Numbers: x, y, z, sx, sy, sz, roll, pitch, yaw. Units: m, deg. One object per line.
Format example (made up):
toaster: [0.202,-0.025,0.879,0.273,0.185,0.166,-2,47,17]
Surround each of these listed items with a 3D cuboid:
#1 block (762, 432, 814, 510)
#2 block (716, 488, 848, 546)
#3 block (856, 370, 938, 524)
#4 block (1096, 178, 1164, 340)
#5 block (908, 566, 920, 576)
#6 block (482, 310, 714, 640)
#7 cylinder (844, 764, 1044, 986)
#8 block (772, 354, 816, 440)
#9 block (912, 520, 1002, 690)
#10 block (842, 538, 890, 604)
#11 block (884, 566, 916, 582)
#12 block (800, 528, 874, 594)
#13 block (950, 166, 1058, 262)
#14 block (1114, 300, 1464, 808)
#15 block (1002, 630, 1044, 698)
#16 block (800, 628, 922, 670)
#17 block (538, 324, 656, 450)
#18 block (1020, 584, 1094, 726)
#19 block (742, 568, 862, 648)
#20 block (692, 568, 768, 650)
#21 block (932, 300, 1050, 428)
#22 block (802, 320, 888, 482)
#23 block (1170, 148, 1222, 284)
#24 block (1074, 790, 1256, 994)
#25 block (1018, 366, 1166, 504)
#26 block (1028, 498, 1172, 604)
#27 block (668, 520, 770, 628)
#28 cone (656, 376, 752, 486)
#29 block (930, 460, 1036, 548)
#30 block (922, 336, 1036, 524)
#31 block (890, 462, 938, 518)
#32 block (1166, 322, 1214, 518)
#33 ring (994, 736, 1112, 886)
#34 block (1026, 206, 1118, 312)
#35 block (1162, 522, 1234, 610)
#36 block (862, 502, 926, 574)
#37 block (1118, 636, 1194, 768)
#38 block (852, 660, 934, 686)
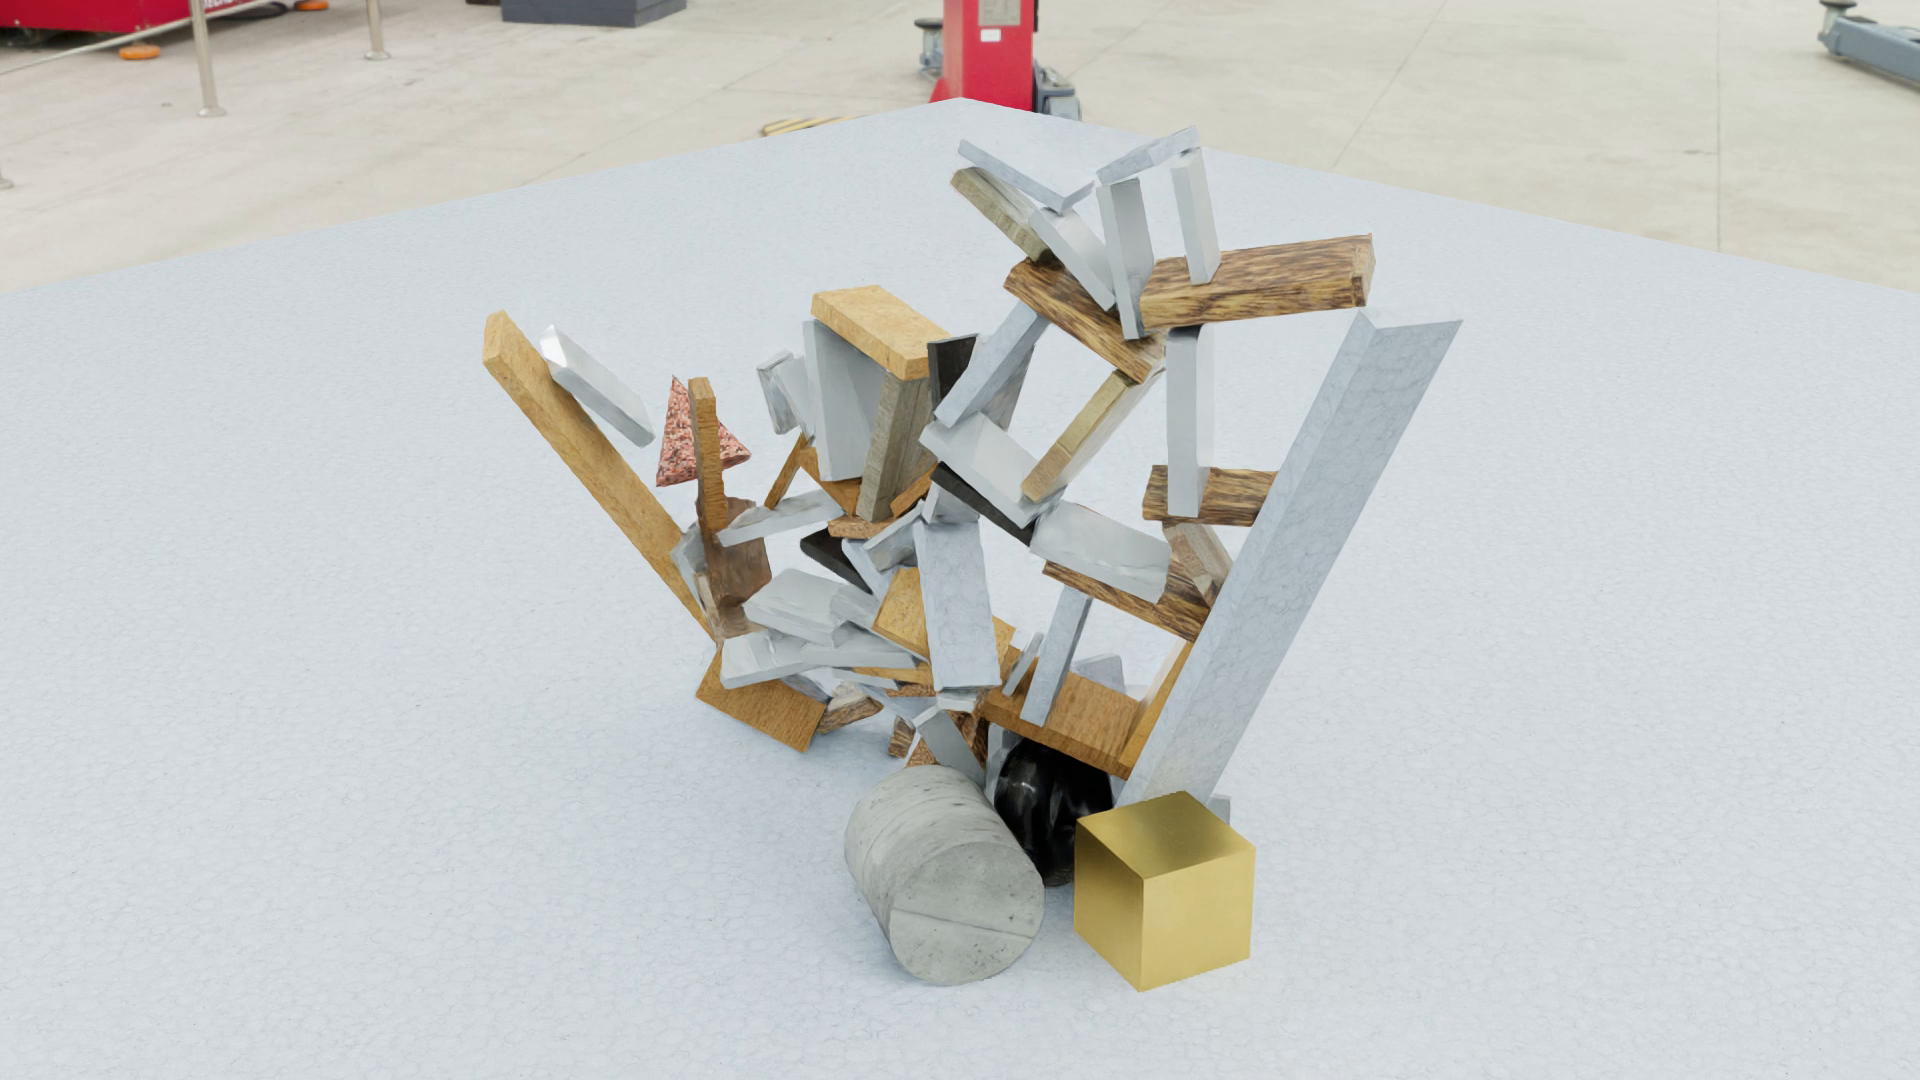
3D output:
block: [-0.341,-0.172,4.579,0.023,0.234,0.080,31,29,0]
block: [-0.343,-0.058,4.565,0.369,0.032,0.112,-13,21,41]
block: [-0.103,-0.192,4.247,0.044,0.312,0.156,35,36,32]
block: [0.280,-0.459,3.585,0.027,0.251,0.095,-4,13,36]
block: [-0.040,0.112,4.190,0.072,0.020,0.144,-19,73,-28]
block: [-0.692,-0.066,4.679,0.040,1.080,0.143,-22,43,14]
cylinder: [-0.032,0.601,3.974,0.289,0.289,0.289,-8,24,-17]
block: [-0.306,-0.287,4.408,0.080,0.159,0.023,-24,-6,-33]
block: [-0.005,0.120,4.097,0.125,0.317,0.035,1,-16,-32]
block: [-0.129,0.064,4.325,0.114,0.032,0.228,-16,47,-26]
block: [-0.043,0.115,4.238,0.114,0.032,0.294,-23,63,-29]
block: [-0.209,0.034,4.433,0.112,0.032,0.223,-25,38,-33]
block: [0.089,-0.549,3.691,0.210,0.030,0.105,45,32,17]
block: [0.510,0.140,3.802,0.173,1.365,0.049,-8,48,-29]
block: [0.117,0.230,4.097,0.018,0.130,0.065,27,45,-2]
block: [-0.170,0.197,4.396,0.276,0.039,0.138,0,34,36]
block: [-0.748,-0.315,4.543,0.040,0.285,0.143,-37,46,11]
block: [0.193,0.170,4.039,0.047,0.330,0.165,22,40,7]
block: [-0.303,0.137,4.492,0.276,0.039,0.138,15,45,43]
block: [-0.483,0.177,4.769,0.038,0.266,0.133,-9,14,37]
block: [0.074,-0.320,3.772,0.040,0.285,0.143,44,36,6]
block: [-0.217,-0.284,4.364,0.156,0.317,0.044,-10,7,-33]
block: [0.369,-0.505,3.432,0.027,0.190,0.095,-3,27,22]
block: [0.366,0.631,3.976,0.233,0.233,0.233,-12,26,-25]
block: [0.224,-0.189,3.729,0.040,0.285,0.143,46,34,10]
block: [0.248,0.014,3.856,0.243,0.034,0.121,22,45,-6]
block: [-0.495,0.163,4.833,0.038,0.426,0.133,-13,27,31]
cone: [-0.611,-0.265,4.951,0.228,0.228,0.228,-18,-3,-1]
block: [0.073,-0.084,3.899,0.243,0.034,0.122,35,41,-5]
block: [0.032,-0.198,4.016,0.108,0.378,0.031,-2,34,-33]
block: [-0.037,-0.105,4.179,0.108,0.031,0.216,-12,-15,-33]
block: [0.380,-0.228,3.630,0.049,0.346,0.173,6,40,13]
ring: [0.181,0.505,4.207,0.105,0.315,0.315,0,19,39]
block: [0.211,-0.468,3.645,0.210,0.030,0.105,51,33,14]
block: [0.424,0.026,3.826,0.033,0.235,0.117,-19,33,25]
block: [-0.108,-0.003,4.141,0.144,0.072,0.020,-35,44,-5]
block: [0.391,0.258,4.033,0.047,0.330,0.165,26,39,2]
block: [-0.090,0.227,4.362,0.249,0.035,0.125,5,38,42]
